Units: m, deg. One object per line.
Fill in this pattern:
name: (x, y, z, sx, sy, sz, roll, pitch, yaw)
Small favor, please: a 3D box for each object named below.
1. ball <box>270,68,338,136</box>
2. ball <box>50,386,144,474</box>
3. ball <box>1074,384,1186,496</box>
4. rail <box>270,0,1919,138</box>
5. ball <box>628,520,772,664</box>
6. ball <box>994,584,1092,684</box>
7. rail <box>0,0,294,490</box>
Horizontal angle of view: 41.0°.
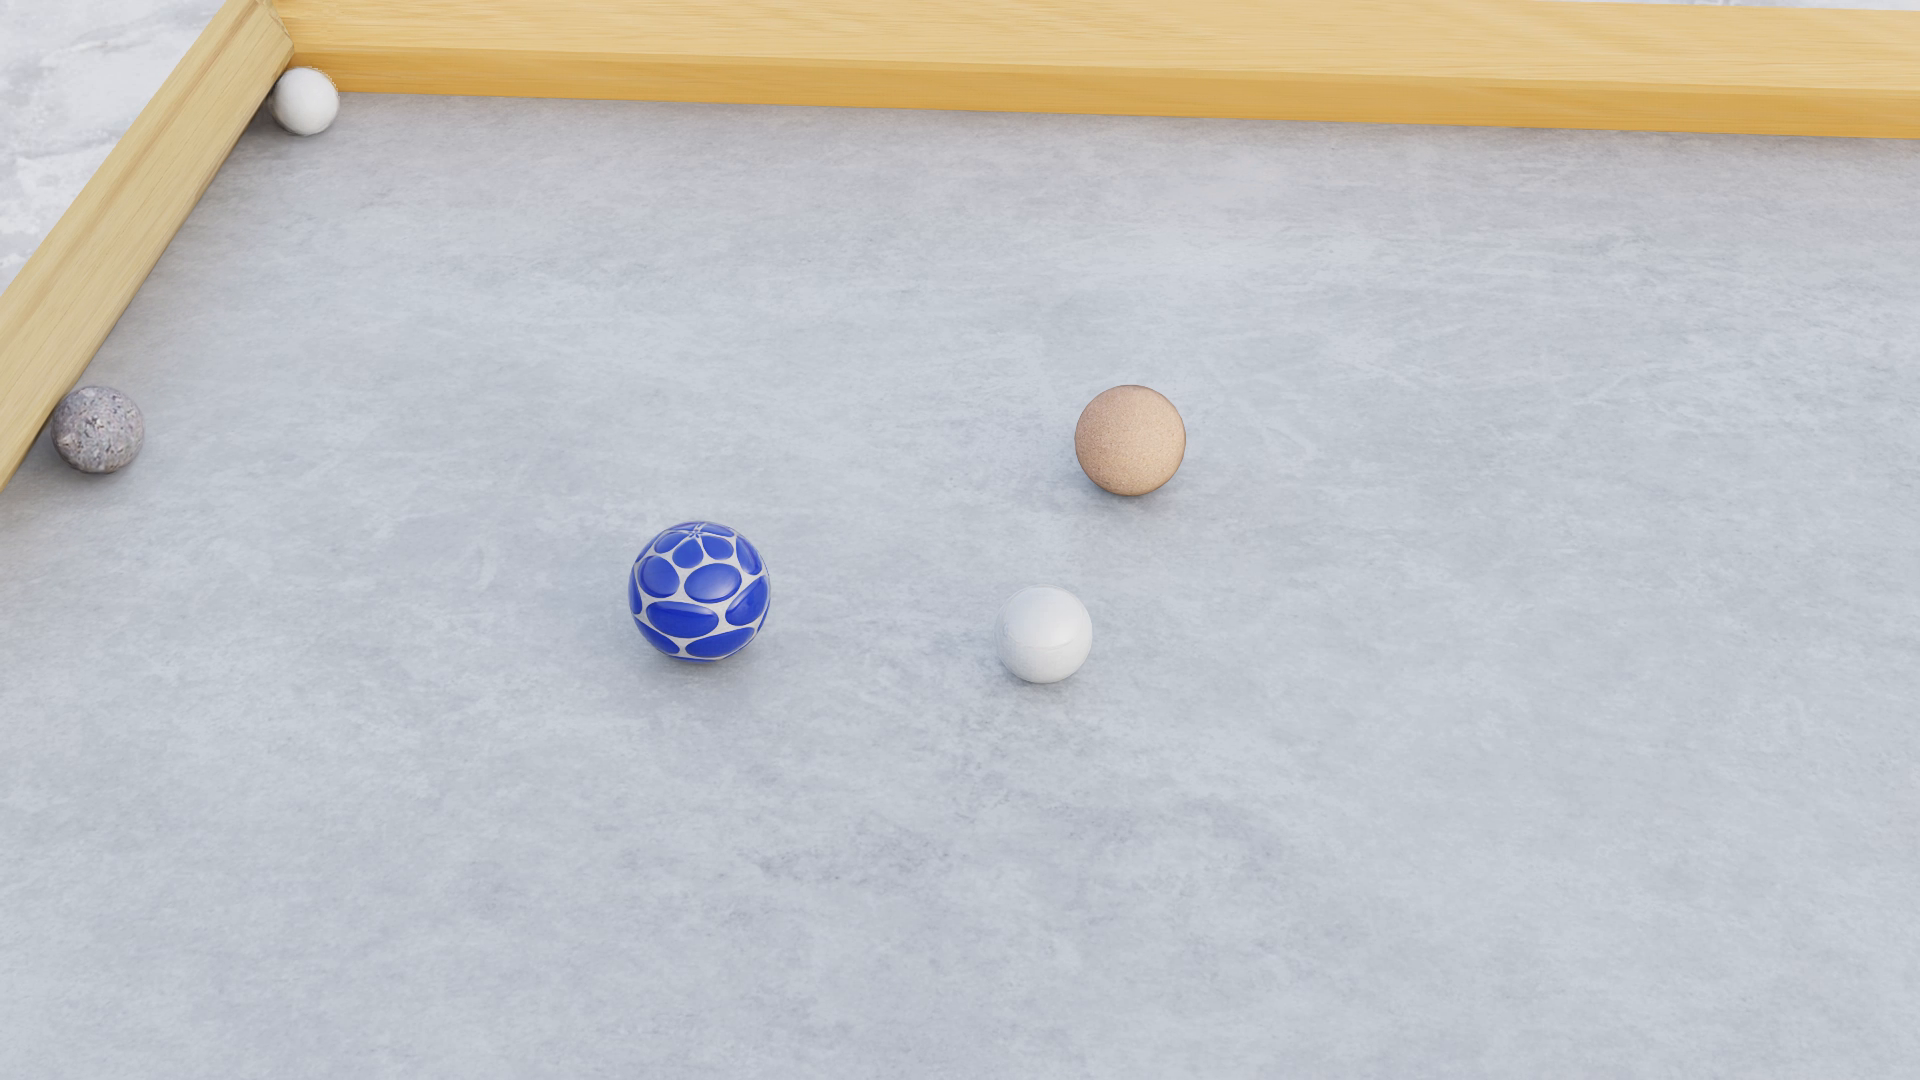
ball: (-0.635, -0.424, 2.482, 0.064, 0.064, 0.064, 0, 35, 0)
ball: (-0.669, -0.085, 1.991, 0.069, 0.069, 0.069, 0, 35, 0)
ball: (0.130, -0.076, 1.964, 0.086, 0.086, 0.086, 0, 35, 0)
rail: (0.802, -0.436, 2.439, 2.999, 0.130, 0.045, 2, 35, 3)
ball: (-0.182, 0.036, 1.790, 0.100, 0.100, 0.100, 0, 35, 0)
ball: (0.058, 0.065, 1.776, 0.069, 0.069, 0.069, 0, 35, 0)
rail: (-0.724, -0.050, 1.885, 0.045, 0.130, 1.606, 2, 35, 3)
